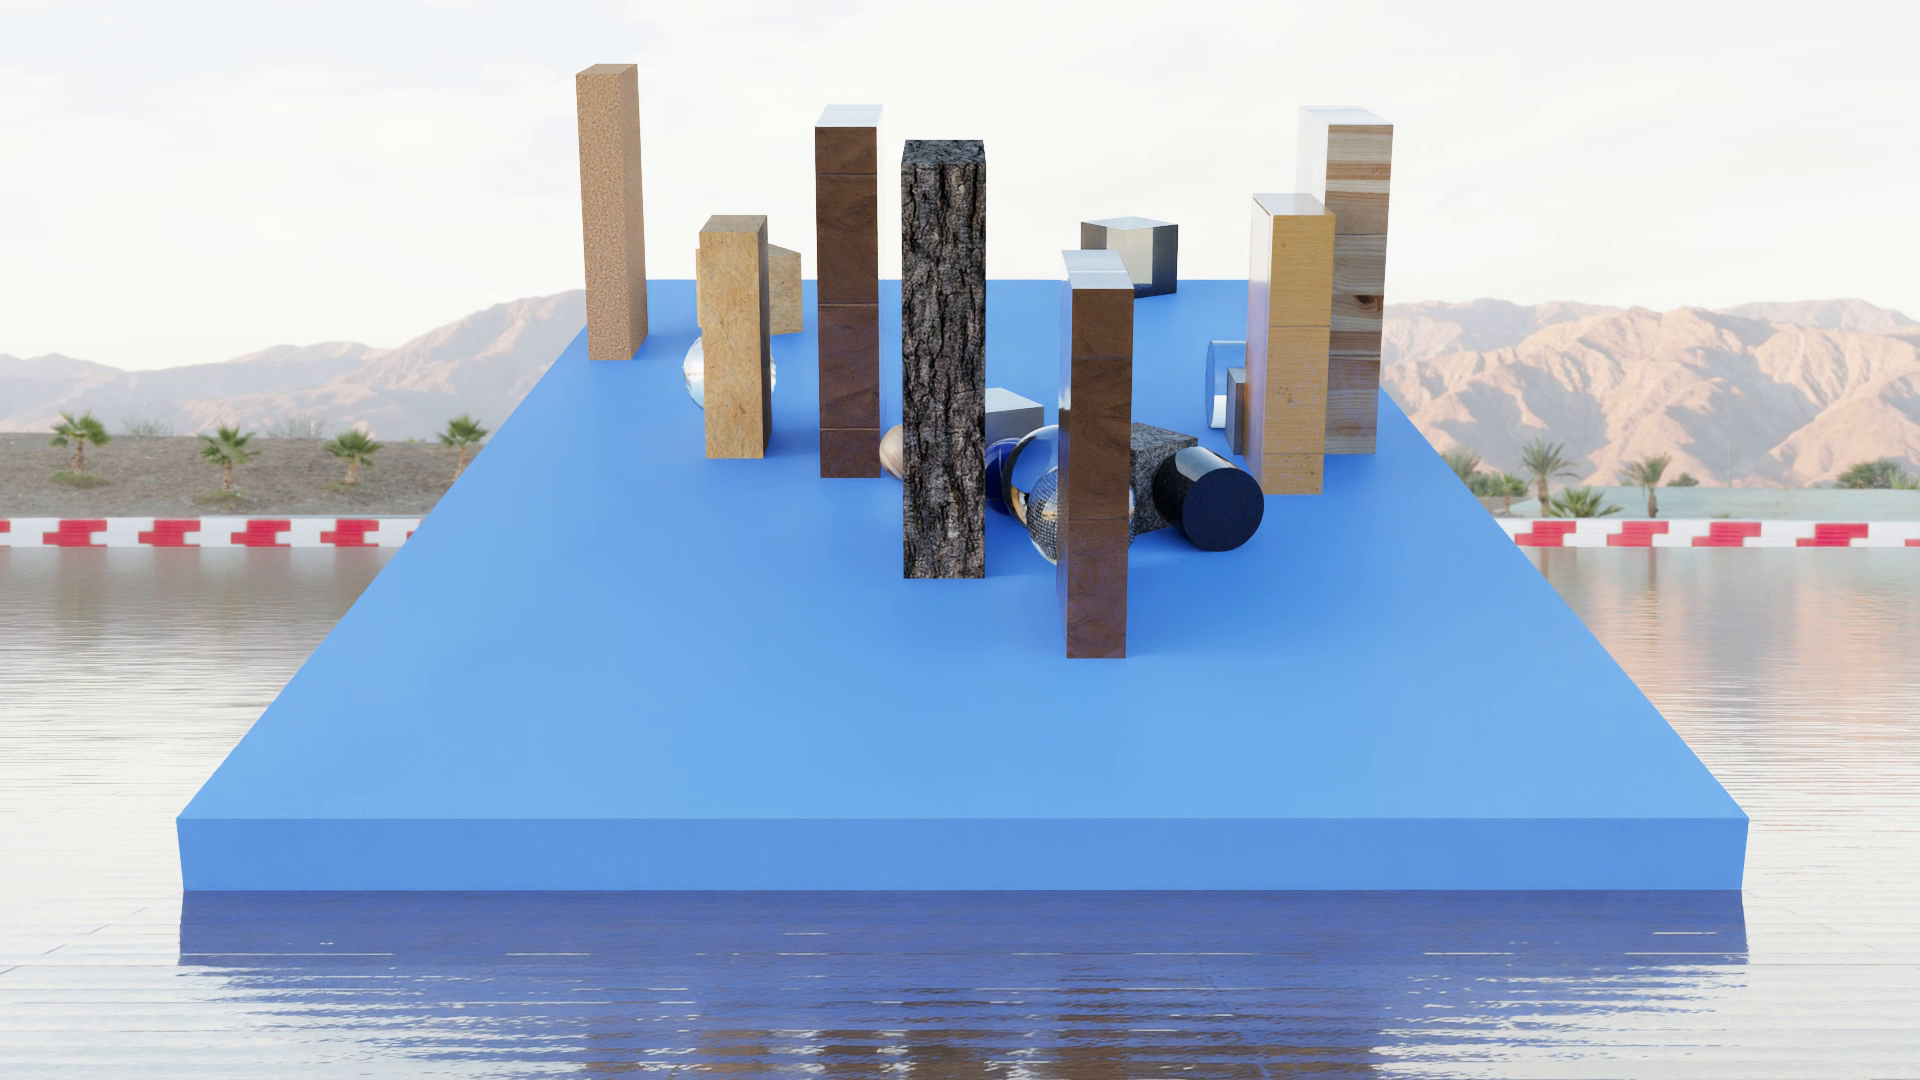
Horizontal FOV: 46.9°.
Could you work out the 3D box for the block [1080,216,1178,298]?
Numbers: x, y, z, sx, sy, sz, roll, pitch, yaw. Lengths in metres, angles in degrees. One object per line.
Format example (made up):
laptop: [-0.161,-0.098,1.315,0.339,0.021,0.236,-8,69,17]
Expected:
block: [0.489,-0.819,6.421,0.201,0.201,0.201,-11,20,-34]

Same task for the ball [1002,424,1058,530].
ball: [0.178,-0.104,3.994,0.207,0.207,0.207,0,0,0]

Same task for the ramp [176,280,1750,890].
ramp: [-0.002,-0.167,4.746,2.000,0.100,4.000,0,17,0]

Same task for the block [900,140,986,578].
block: [-0.027,-0.323,3.858,0.139,0.704,0.361,0,17,0]

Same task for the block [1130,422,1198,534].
block: [0.327,-0.116,4.121,0.159,0.159,0.159,-13,21,-38]

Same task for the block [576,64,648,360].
block: [-0.872,-0.831,5.576,0.105,0.700,0.334,0,17,0]

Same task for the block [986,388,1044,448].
block: [0.039,-0.180,4.295,0.182,0.182,0.182,-8,18,-25]

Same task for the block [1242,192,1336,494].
block: [0.646,-0.393,4.381,0.118,0.543,0.308,0,17,0]

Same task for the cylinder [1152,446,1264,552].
cylinder: [0.446,-0.074,3.988,0.155,0.155,0.155,0,16,-16]

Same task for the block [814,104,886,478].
block: [-0.219,-0.520,4.540,0.119,0.694,0.445,0,17,0]

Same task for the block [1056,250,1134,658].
block: [0.208,-0.144,3.486,0.090,0.572,0.356,0,17,0]

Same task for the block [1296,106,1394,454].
block: [0.800,-0.560,4.708,0.131,0.679,0.391,0,17,0]

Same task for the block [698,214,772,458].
block: [-0.466,-0.428,4.628,0.118,0.468,0.248,0,17,0]

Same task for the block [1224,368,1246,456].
block: [0.645,-0.272,4.658,0.153,0.153,0.153,0,17,0]

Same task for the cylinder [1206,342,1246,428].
cylinder: [0.639,-0.337,4.817,0.190,0.190,0.190,0,0,0]

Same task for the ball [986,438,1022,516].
ball: [0.100,-0.119,4.152,0.147,0.147,0.147,0,0,0]

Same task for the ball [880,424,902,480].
ball: [-0.103,-0.175,4.397,0.114,0.114,0.114,0,0,0]

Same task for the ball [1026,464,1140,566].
ball: [0.211,-0.042,3.804,0.196,0.196,0.196,0,0,0]

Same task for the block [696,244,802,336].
block: [-0.560,-0.663,5.873,0.210,0.210,0.210,-9,19,-29]

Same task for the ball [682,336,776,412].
ball: [-0.507,-0.367,4.883,0.206,0.206,0.206,0,0,0]
